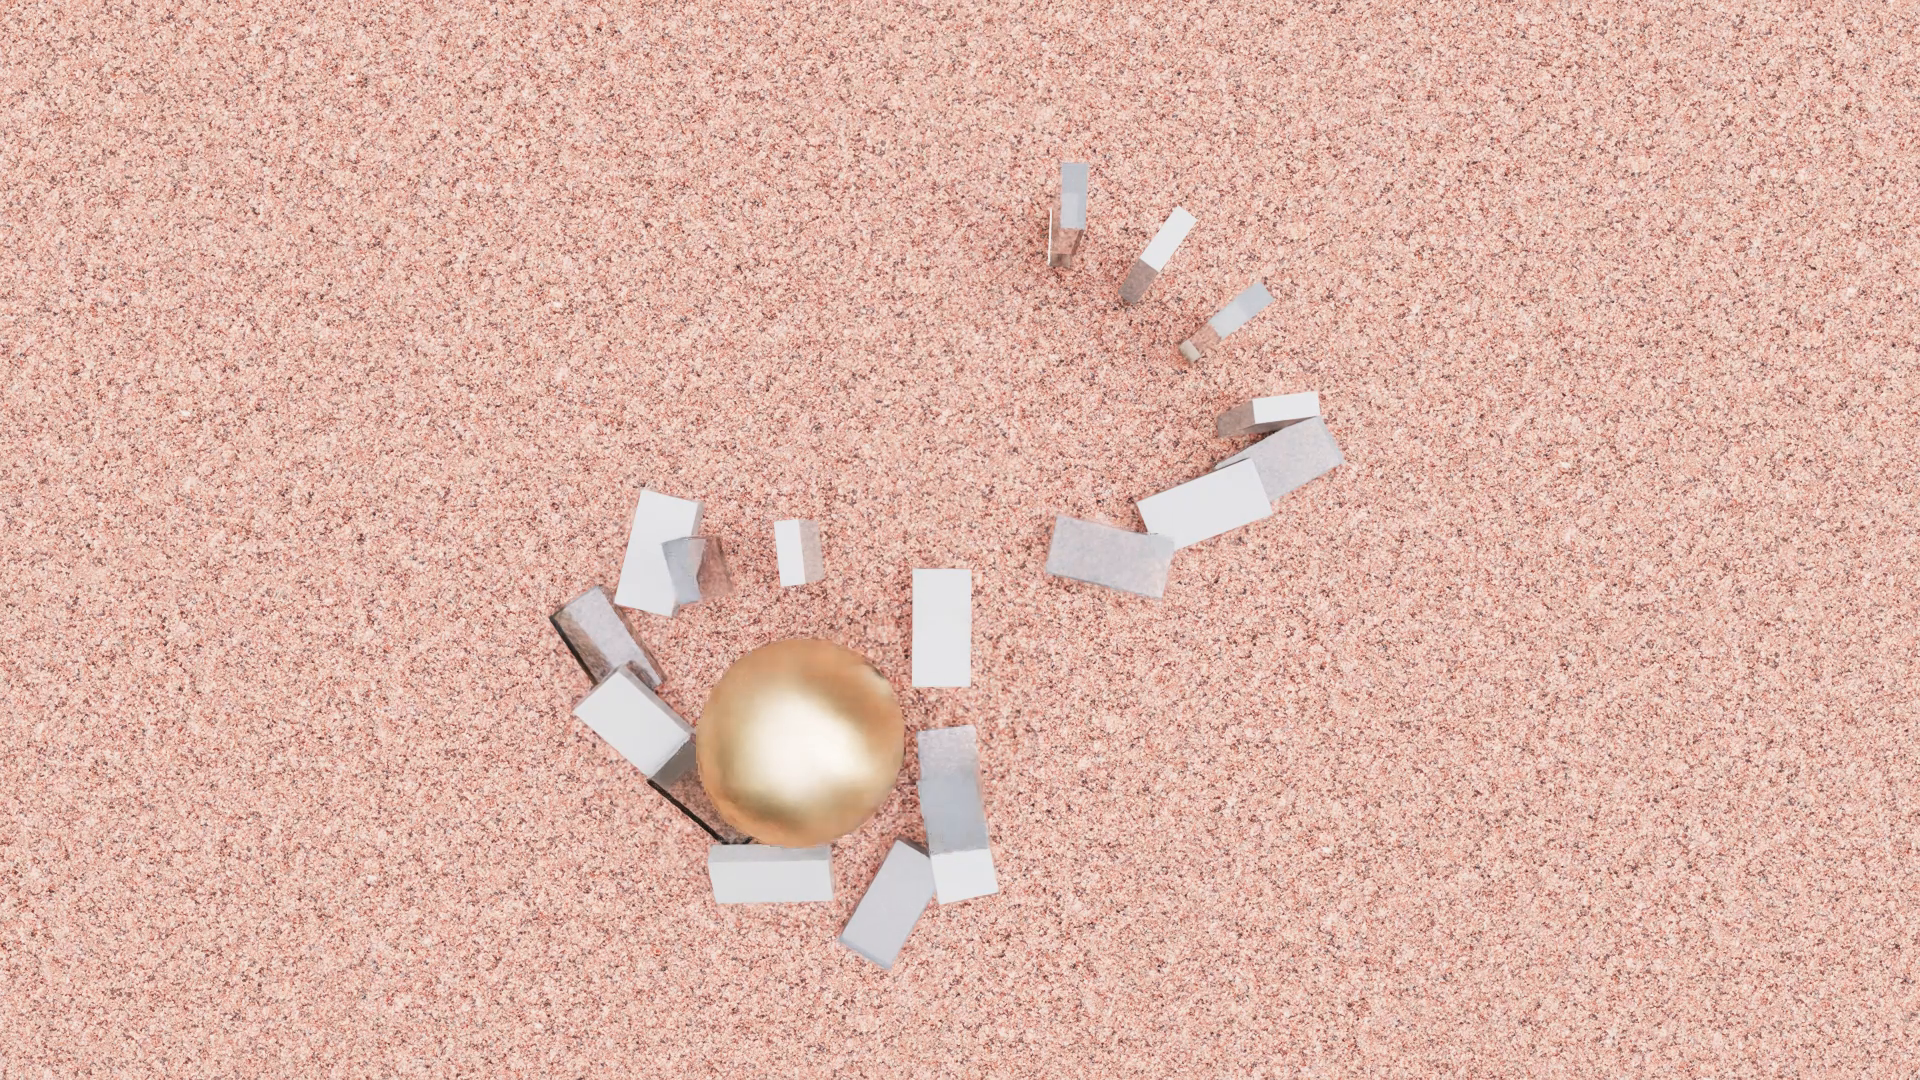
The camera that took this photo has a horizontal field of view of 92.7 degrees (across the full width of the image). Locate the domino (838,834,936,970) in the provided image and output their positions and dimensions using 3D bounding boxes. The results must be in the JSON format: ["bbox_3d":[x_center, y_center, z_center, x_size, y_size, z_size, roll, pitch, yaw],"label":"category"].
[{"bbox_3d":[-0.028,0.156,0.395,0.025,0.009,0.050,31,90,0],"label":"domino"}]

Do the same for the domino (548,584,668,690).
[{"bbox_3d":[-0.151,0.047,0.395,0.025,0.009,0.050,-34,90,0],"label":"domino"}]

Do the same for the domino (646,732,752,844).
[{"bbox_3d":[-0.105,0.108,0.389,0.025,0.009,0.050,-45,104,0],"label":"domino"}]

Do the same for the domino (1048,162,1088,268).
[{"bbox_3d":[0.044,-0.132,0.375,0.009,0.050,0.025,2,90,0],"label":"domino"}]

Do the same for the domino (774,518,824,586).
[{"bbox_3d":[-0.065,0.005,0.375,0.010,0.050,0.025,-6,90,0],"label":"domino"}]

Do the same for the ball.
[{"bbox_3d":[-0.062,0.079,0.360,0.080,0.080,0.080,0,90,0],"label":"ball"}]

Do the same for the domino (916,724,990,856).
[{"bbox_3d":[-0.003,0.104,0.385,0.025,0.009,0.050,-7,74,1],"label":"domino"}]

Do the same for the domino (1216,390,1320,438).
[{"bbox_3d":[0.125,-0.051,0.375,0.025,0.050,0.009,-7,90,0],"label":"domino"}]

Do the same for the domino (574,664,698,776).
[{"bbox_3d":[-0.135,0.079,0.388,0.025,0.010,0.050,-42,107,0],"label":"domino"}]

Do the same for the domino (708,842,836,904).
[{"bbox_3d":[-0.080,0.142,0.390,0.050,0.010,0.025,-1,120,0],"label":"domino"}]

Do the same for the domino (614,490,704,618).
[{"bbox_3d":[-0.130,0.006,0.395,0.025,0.010,0.050,14,90,0],"label":"domino"}]

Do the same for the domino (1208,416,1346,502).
[{"bbox_3d":[0.136,-0.032,0.395,0.050,0.010,0.025,-29,90,0],"label":"domino"}]

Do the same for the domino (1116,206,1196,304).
[{"bbox_3d":[0.080,-0.115,0.375,0.009,0.050,0.025,36,90,0],"label":"domino"}]

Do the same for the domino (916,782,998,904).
[{"bbox_3d":[-0.001,0.125,0.388,0.025,0.010,0.050,-12,74,-1],"label":"domino"}]

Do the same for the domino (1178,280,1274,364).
[{"bbox_3d":[0.107,-0.088,0.375,0.025,0.050,0.010,-38,90,0],"label":"domino"}]

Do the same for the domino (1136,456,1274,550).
[{"bbox_3d":[0.103,-0.014,0.389,0.050,0.009,0.025,-22,92,14],"label":"domino"}]

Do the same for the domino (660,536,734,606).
[{"bbox_3d":[-0.106,0.012,0.375,0.010,0.050,0.025,-15,90,0],"label":"domino"}]

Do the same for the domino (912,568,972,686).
[{"bbox_3d":[-0.008,0.037,0.395,0.025,0.010,0.050,0,90,0],"label":"domino"}]

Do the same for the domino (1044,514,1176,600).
[{"bbox_3d":[0.064,0.007,0.390,0.050,0.009,0.025,13,99,9],"label":"domino"}]
